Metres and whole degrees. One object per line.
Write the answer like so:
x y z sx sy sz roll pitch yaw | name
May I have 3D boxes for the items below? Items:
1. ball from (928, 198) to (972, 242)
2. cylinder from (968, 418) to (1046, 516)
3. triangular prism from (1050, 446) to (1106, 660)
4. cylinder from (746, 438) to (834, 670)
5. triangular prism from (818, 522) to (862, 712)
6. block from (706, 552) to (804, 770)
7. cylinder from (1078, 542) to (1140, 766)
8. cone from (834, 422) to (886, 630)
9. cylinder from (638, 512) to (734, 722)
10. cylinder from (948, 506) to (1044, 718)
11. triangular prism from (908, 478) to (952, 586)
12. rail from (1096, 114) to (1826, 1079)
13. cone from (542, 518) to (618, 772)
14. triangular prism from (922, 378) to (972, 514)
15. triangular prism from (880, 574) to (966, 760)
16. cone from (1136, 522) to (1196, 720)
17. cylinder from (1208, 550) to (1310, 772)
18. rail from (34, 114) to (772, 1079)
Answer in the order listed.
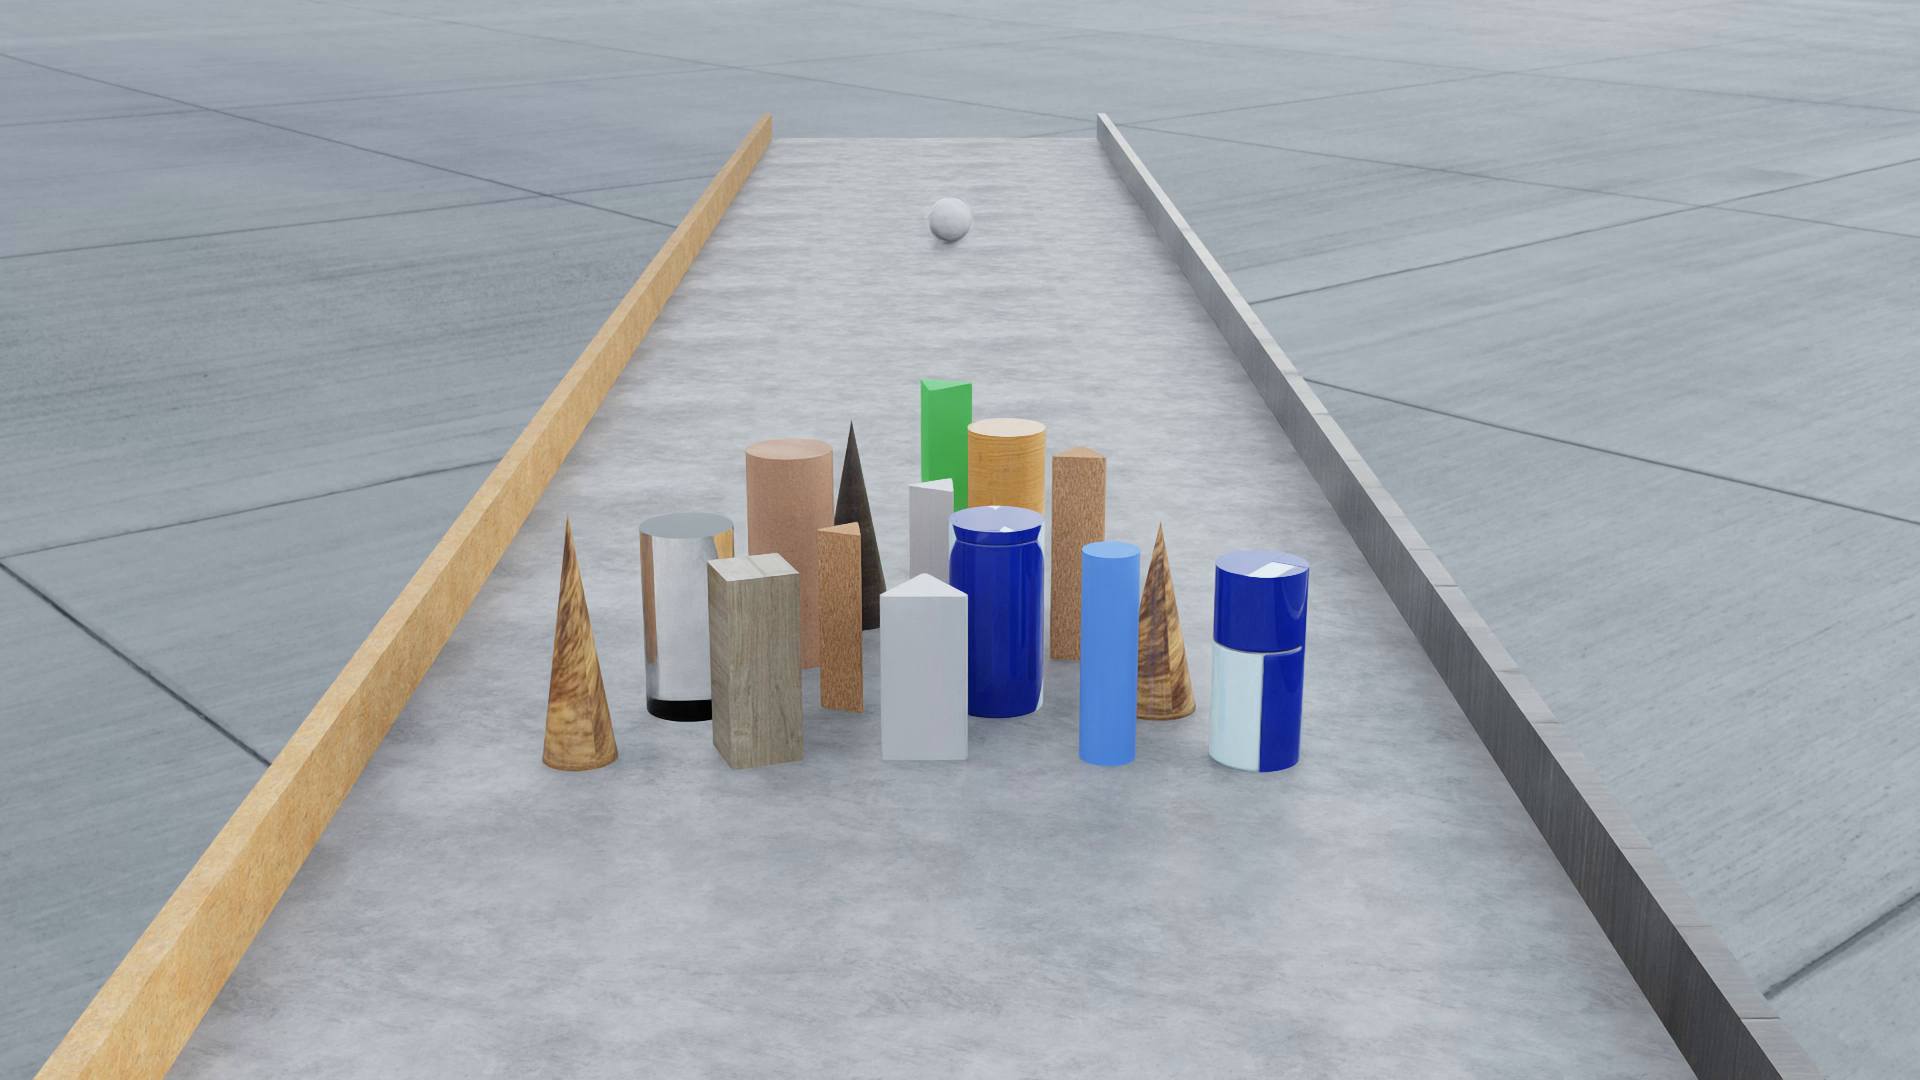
-0.043 -1.393 9.572 0.194 0.194 0.194 0 17 0 | ball
0.098 -0.042 4.656 0.164 0.405 0.164 0 17 0 | cylinder
0.238 0.026 4.401 0.104 0.420 0.090 2 17 7 | triangular prism
-0.335 0.027 4.381 0.172 0.430 0.172 0 17 0 | cylinder
-0.209 0.143 4.133 0.087 0.349 0.076 7 18 23 | triangular prism
-0.363 0.214 3.896 0.130 0.348 0.130 -6 18 -21 | block
0.263 0.201 3.877 0.102 0.384 0.102 0 17 0 | cylinder
-0.224 -0.042 4.603 0.162 0.435 0.162 0 17 0 | cone
-0.507 0.143 4.121 0.174 0.356 0.174 0 17 0 | cylinder
0.068 0.134 4.141 0.179 0.362 0.179 0 17 0 | cylinder
-0.038 0.059 4.403 0.097 0.357 0.084 9 19 27 | triangular prism
0.932 -0.844 7.801 0.050 0.150 12.000 0 17 -1 | rail
-0.678 0.170 3.860 0.134 0.453 0.134 0 17 0 | cone
-0.051 -0.128 4.865 0.118 0.451 0.102 -14 21 -38 | triangular prism
-0.063 0.225 3.934 0.151 0.306 0.130 0 17 0 | triangular prism
0.371 0.139 4.116 0.152 0.367 0.152 0 17 0 | cone
0.527 0.213 3.884 0.163 0.358 0.163 0 17 0 | cylinder
-1.118 -0.838 7.780 0.050 0.150 12.000 0 17 -1 | rail
